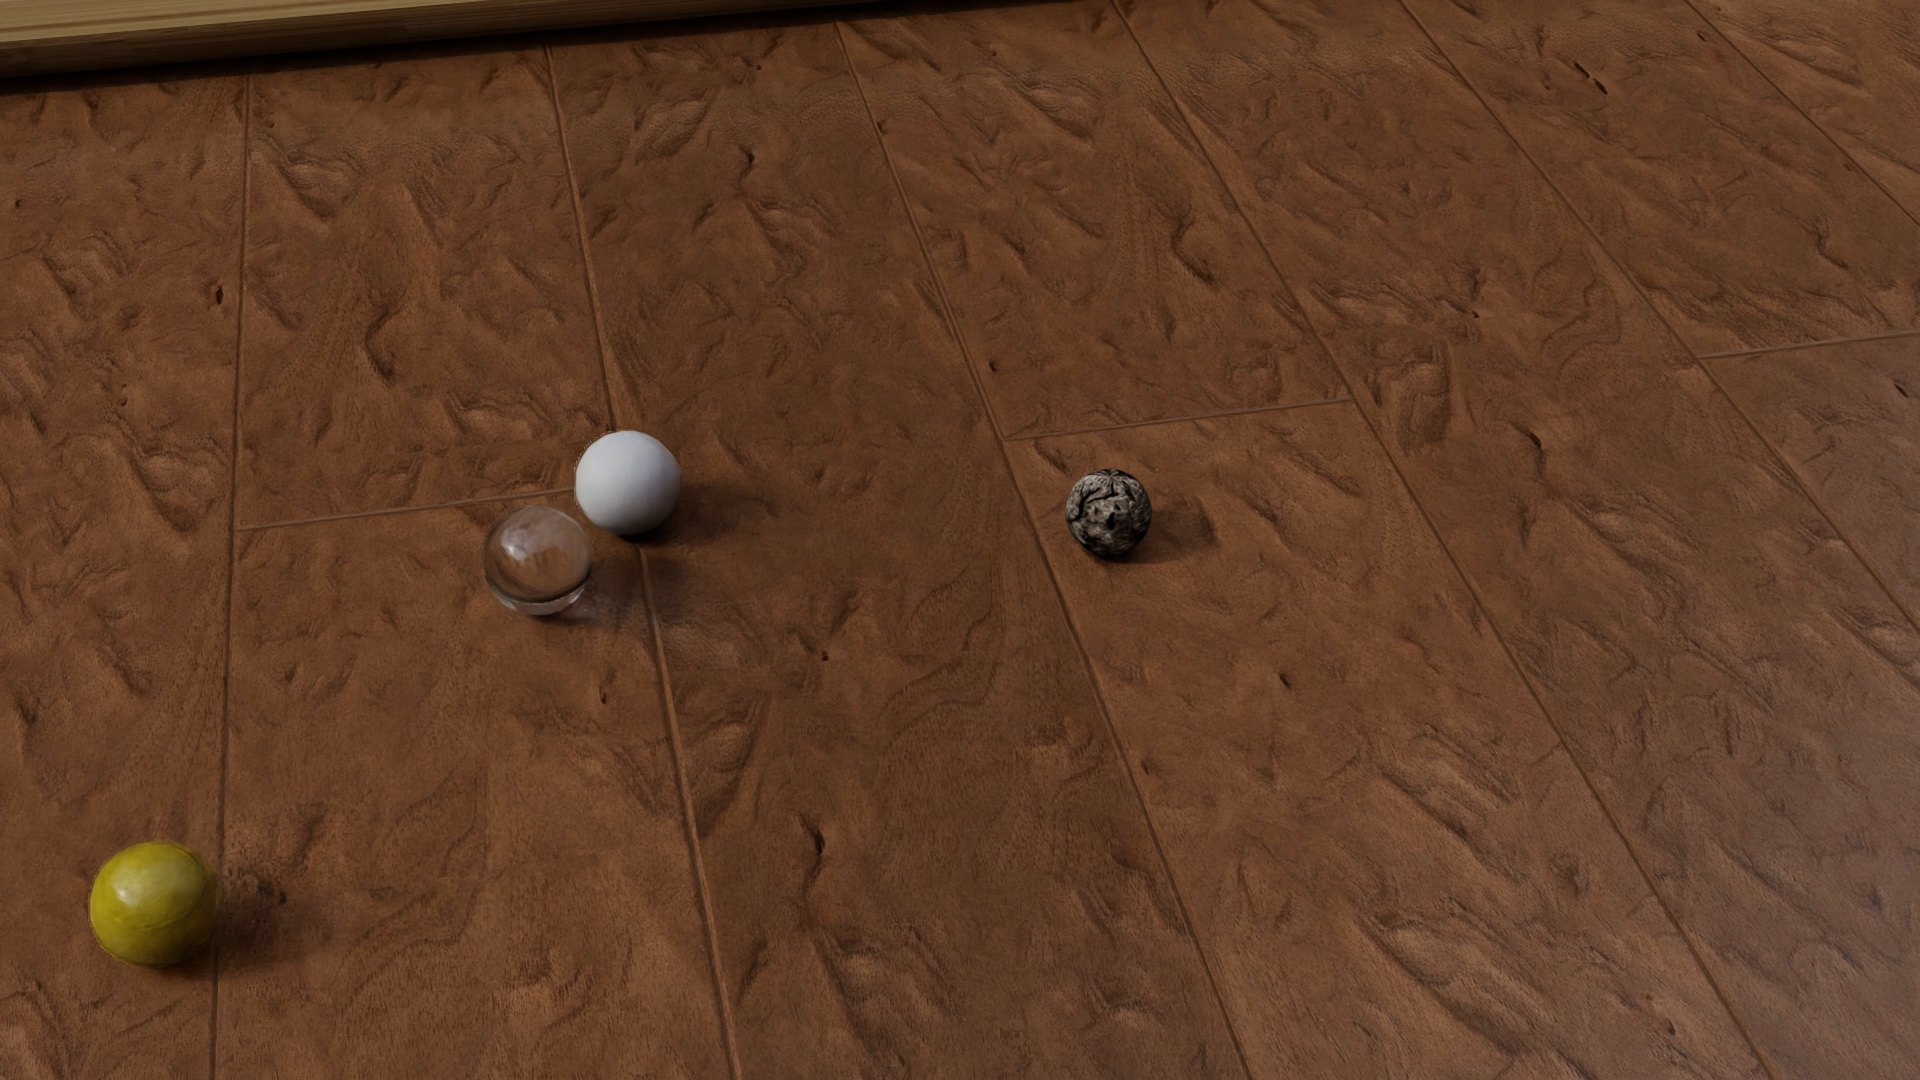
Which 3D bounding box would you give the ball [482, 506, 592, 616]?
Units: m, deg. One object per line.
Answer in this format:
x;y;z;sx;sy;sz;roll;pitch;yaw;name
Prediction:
-0.256;0.013;1.552;0.066;0.066;0.066;0;36;0;ball

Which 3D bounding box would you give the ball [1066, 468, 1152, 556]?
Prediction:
0.093;-0.017;1.603;0.054;0.054;0.054;0;36;0;ball

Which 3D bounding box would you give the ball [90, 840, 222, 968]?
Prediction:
-0.412;0.186;1.316;0.065;0.065;0.065;0;36;0;ball

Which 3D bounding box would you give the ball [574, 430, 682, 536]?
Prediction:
-0.209;-0.036;1.618;0.067;0.067;0.067;0;36;0;ball

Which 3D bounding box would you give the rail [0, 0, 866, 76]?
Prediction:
0.583;-0.586;2.345;3.077;0.095;0.045;-7;37;-10;rail
